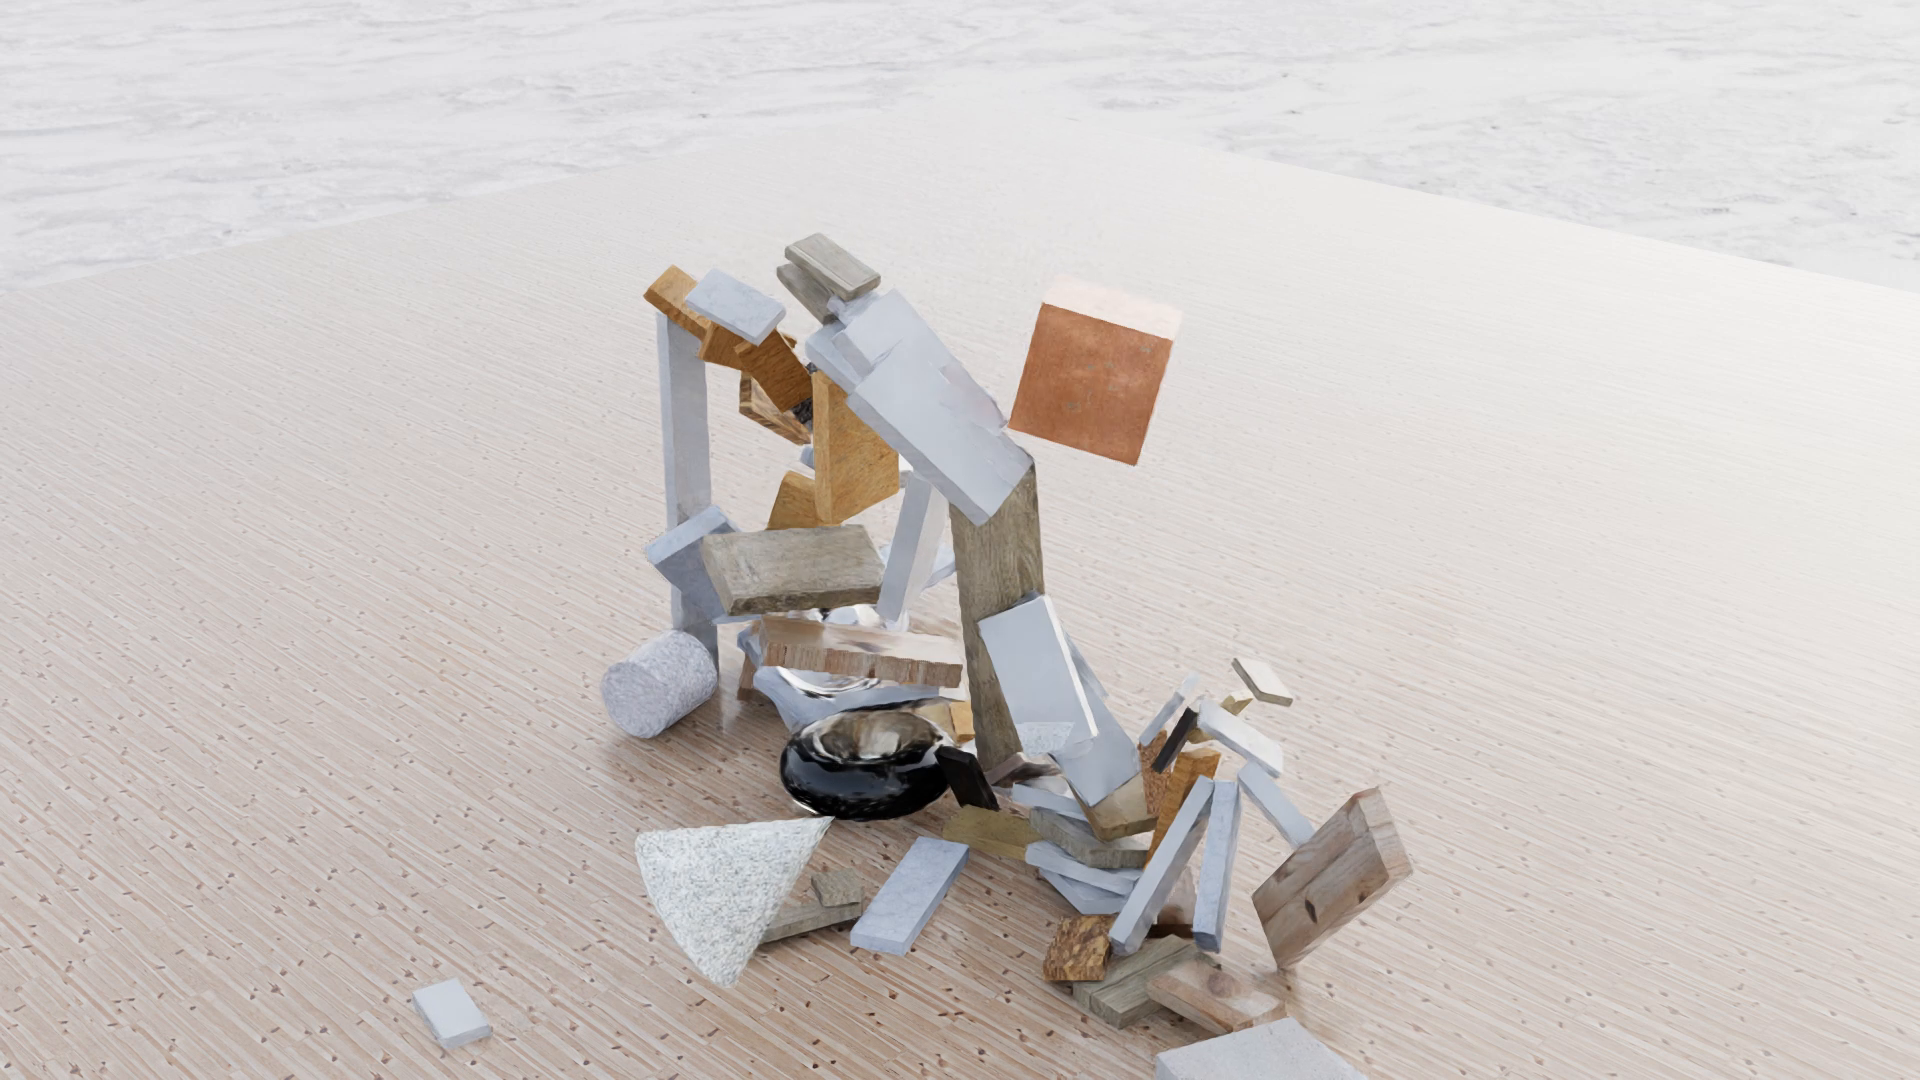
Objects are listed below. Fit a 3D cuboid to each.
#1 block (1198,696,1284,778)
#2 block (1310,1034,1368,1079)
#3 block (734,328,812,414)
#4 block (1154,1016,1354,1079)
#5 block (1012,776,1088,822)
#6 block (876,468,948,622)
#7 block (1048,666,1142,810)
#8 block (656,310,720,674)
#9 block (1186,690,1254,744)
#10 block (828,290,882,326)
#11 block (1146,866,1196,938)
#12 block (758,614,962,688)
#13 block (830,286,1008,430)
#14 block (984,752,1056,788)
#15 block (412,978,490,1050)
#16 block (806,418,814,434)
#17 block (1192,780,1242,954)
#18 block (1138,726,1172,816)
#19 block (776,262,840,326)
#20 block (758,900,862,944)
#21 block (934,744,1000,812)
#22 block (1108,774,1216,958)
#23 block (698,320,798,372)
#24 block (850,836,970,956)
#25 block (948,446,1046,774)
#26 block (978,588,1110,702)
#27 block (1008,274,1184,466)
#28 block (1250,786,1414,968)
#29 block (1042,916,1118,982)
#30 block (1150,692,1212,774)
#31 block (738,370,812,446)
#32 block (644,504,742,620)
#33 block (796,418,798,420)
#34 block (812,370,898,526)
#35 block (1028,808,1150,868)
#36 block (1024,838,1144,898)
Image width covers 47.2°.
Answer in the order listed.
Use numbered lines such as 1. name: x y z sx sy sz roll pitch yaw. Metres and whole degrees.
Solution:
1. block: 0.501 0.353 3.925 0.185 0.018 0.065 34 36 -18
2. block: 0.640 0.921 3.534 0.114 0.032 0.374 -15 27 -29
3. block: -0.373 -0.350 4.496 0.095 0.189 0.027 -31 43 5
4. block: 0.453 0.910 3.310 0.239 0.239 0.239 -10 25 -22
5. block: 0.244 0.513 4.298 0.255 0.036 0.127 11 8 33
6. block: -0.077 -0.025 4.316 0.050 0.352 0.176 23 39 10
7. block: 0.218 0.356 4.140 0.136 0.272 0.039 -35 -12 -10
8. block: -0.597 -0.088 4.839 0.032 0.881 0.113 15 27 32
9. block: 0.475 0.323 4.010 0.065 0.131 0.018 -6 54 -50
10. block: -0.162 -0.415 4.199 0.088 0.025 0.176 -35 71 -30
11. block: 0.391 0.678 4.125 0.103 0.029 0.206 0 23 0
12. block: -0.203 0.224 4.438 0.393 0.050 0.177 8 14 -11
13. block: -0.070 -0.284 3.954 0.161 0.322 0.046 -46 9 -38
14. block: 0.119 0.453 4.320 0.086 0.024 0.172 -36 -20 15
15. block: -0.880 0.819 3.802 0.081 0.023 0.162 -14 27 -29
16. block: -0.247 -0.223 4.655 0.100 0.028 0.201 1 -14 15
17. block: 0.463 0.587 3.950 0.040 0.140 0.280 7 67 14
18. block: 0.367 0.430 4.109 0.021 0.150 0.075 6 30 31
19. block: -0.274 -0.487 4.277 0.088 0.025 0.176 -24 51 -25
20. block: -0.329 0.705 4.032 0.288 0.023 0.081 -12 10 -22
21. block: 0.015 0.484 4.402 0.086 0.172 0.024 13 52 36
22. block: 0.371 0.592 3.970 0.033 0.117 0.341 25 70 21
23. block: -0.441 -0.400 4.575 0.189 0.095 0.027 12 21 -33
24. block: -0.091 0.667 4.150 0.105 0.030 0.360 8 24 18
25. block: 0.086 0.157 4.231 0.161 0.786 0.046 -26 47 -19
26. block: 0.162 0.240 4.214 0.136 0.272 0.039 -38 26 -8
27. block: 0.246 -0.308 3.947 0.237 0.237 0.237 17 21 5
28. block: 0.606 0.573 3.658 0.040 0.686 0.140 -15 70 -13
29. block: 0.219 0.731 3.945 0.105 0.030 0.210 -3 14 14
30. block: 0.407 0.355 4.036 0.021 0.150 0.075 35 30 14
31. block: -0.401 -0.296 4.798 0.032 0.113 0.226 -11 -22 29
32. block: -0.528 0.051 4.727 0.177 0.354 0.050 -31 65 2
33. block: -0.265 -0.289 4.836 0.100 0.028 0.201 -33 -21 28
34. block: -0.207 -0.210 4.388 0.176 0.352 0.050 -29 48 -31
35. block: 0.246 0.567 4.198 0.127 0.036 0.255 4 10 -26
36. block: 0.253 0.613 4.148 0.234 0.033 0.117 14 12 32
